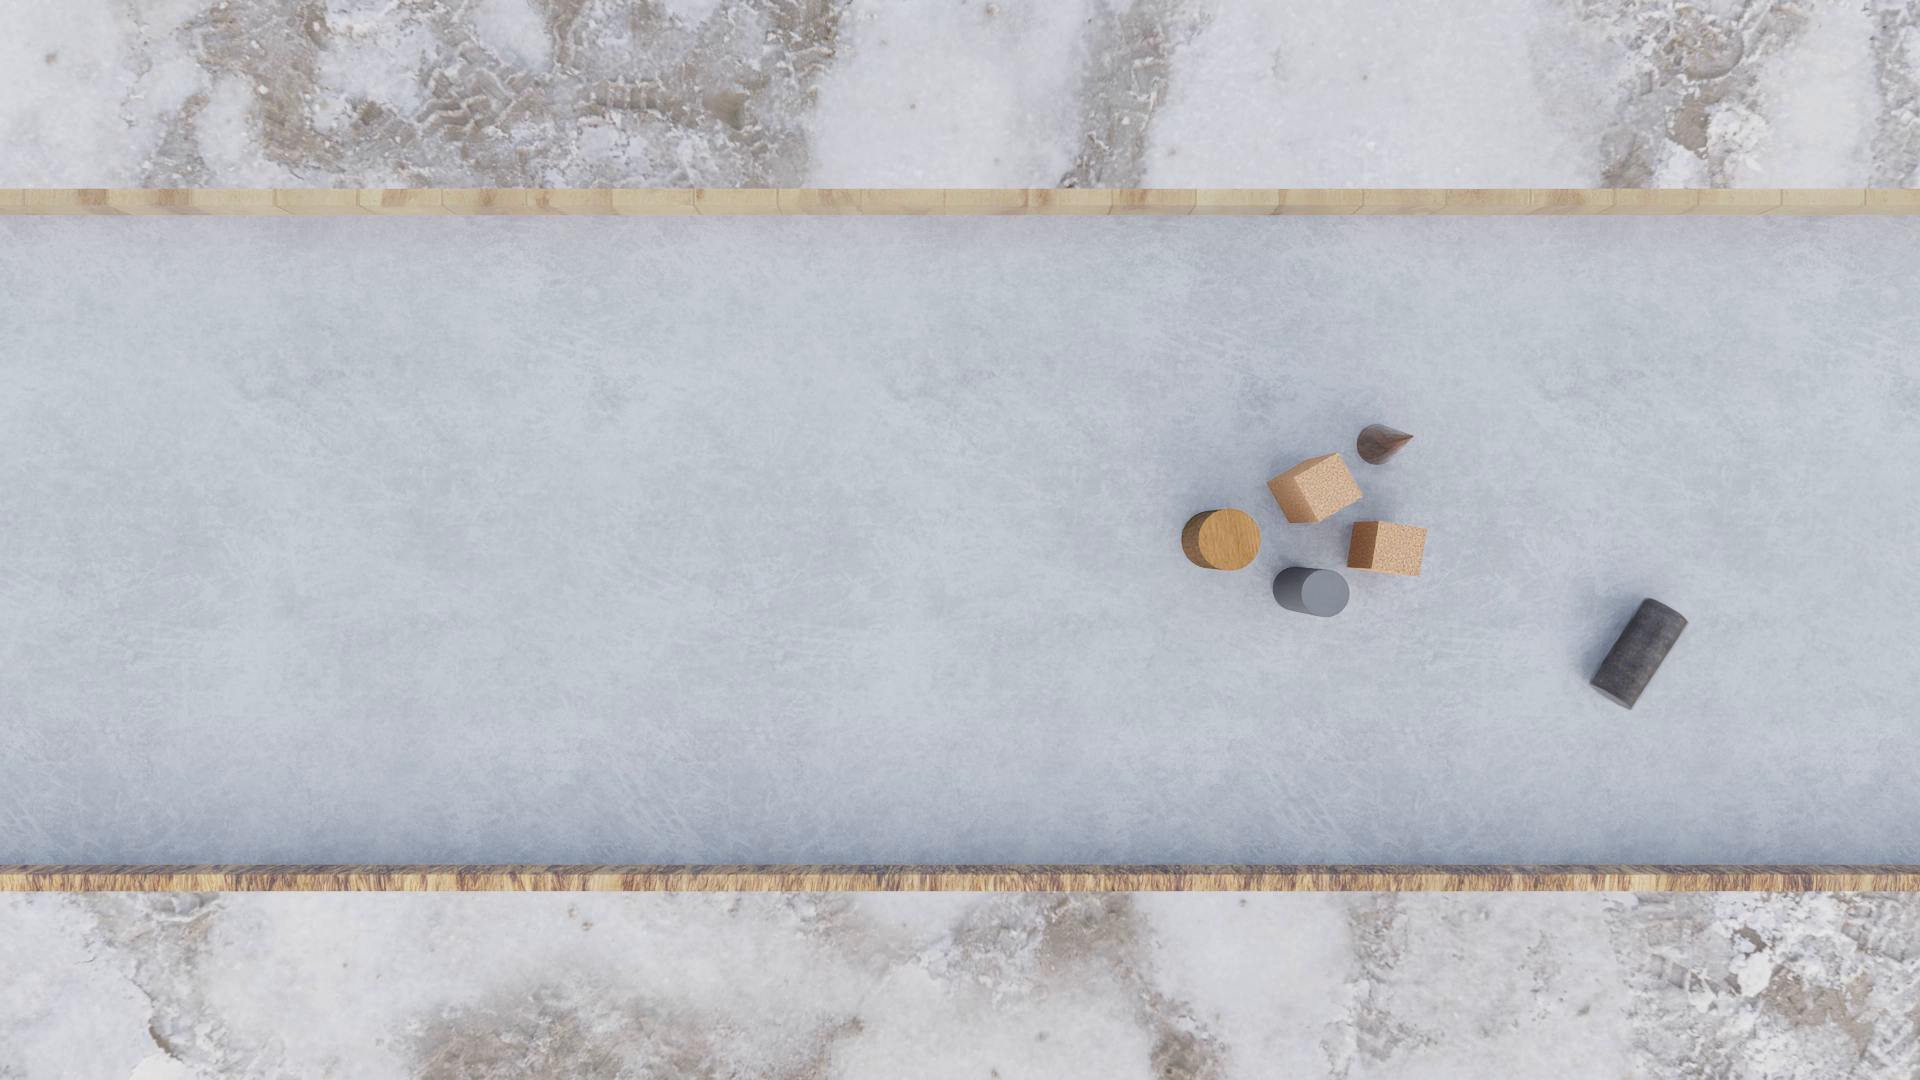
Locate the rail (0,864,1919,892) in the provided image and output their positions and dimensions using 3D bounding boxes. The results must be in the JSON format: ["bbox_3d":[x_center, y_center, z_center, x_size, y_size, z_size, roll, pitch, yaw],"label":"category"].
[{"bbox_3d":[-2.247,1.025,5.001,12.000,0.150,0.050,0,90,0],"label":"rail"}]

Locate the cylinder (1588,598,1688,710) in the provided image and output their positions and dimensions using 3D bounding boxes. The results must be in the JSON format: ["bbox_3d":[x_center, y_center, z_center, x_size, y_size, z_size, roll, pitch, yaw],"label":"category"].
[{"bbox_3d":[2.057,0.344,5.006,0.141,0.141,0.314,33,90,0],"label":"cylinder"}]

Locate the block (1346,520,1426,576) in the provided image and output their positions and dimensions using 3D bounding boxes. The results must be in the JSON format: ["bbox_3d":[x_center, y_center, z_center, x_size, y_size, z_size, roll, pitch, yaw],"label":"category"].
[{"bbox_3d":[1.271,0.025,4.924,0.140,0.305,0.140,9,90,0],"label":"block"}]

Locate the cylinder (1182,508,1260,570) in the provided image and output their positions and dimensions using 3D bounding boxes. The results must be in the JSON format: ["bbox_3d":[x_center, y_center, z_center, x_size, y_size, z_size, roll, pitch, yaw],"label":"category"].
[{"bbox_3d":[0.770,-0.001,4.893,0.178,0.367,0.178,0,90,0],"label":"cylinder"}]

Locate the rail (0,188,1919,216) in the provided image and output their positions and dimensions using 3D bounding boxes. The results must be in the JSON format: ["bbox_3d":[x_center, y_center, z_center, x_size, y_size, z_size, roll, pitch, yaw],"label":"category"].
[{"bbox_3d":[-2.247,-1.025,5.002,12.000,0.150,0.050,0,90,0],"label":"rail"}]

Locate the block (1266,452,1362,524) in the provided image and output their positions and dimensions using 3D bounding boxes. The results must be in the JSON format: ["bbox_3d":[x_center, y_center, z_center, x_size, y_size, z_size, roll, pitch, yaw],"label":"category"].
[{"bbox_3d":[1.041,-0.150,4.867,0.144,0.419,0.144,-30,90,0],"label":"block"}]

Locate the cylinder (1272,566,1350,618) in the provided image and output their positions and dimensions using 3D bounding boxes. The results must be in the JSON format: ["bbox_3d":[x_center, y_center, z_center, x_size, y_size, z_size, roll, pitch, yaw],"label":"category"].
[{"bbox_3d":[1.030,0.150,4.862,0.136,0.429,0.136,0,90,0],"label":"cylinder"}]

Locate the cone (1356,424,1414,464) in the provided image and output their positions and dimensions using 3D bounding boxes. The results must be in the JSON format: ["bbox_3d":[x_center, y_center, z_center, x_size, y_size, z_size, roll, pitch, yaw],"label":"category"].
[{"bbox_3d":[1.284,-0.294,4.868,0.126,0.417,0.126,0,90,0],"label":"cone"}]
